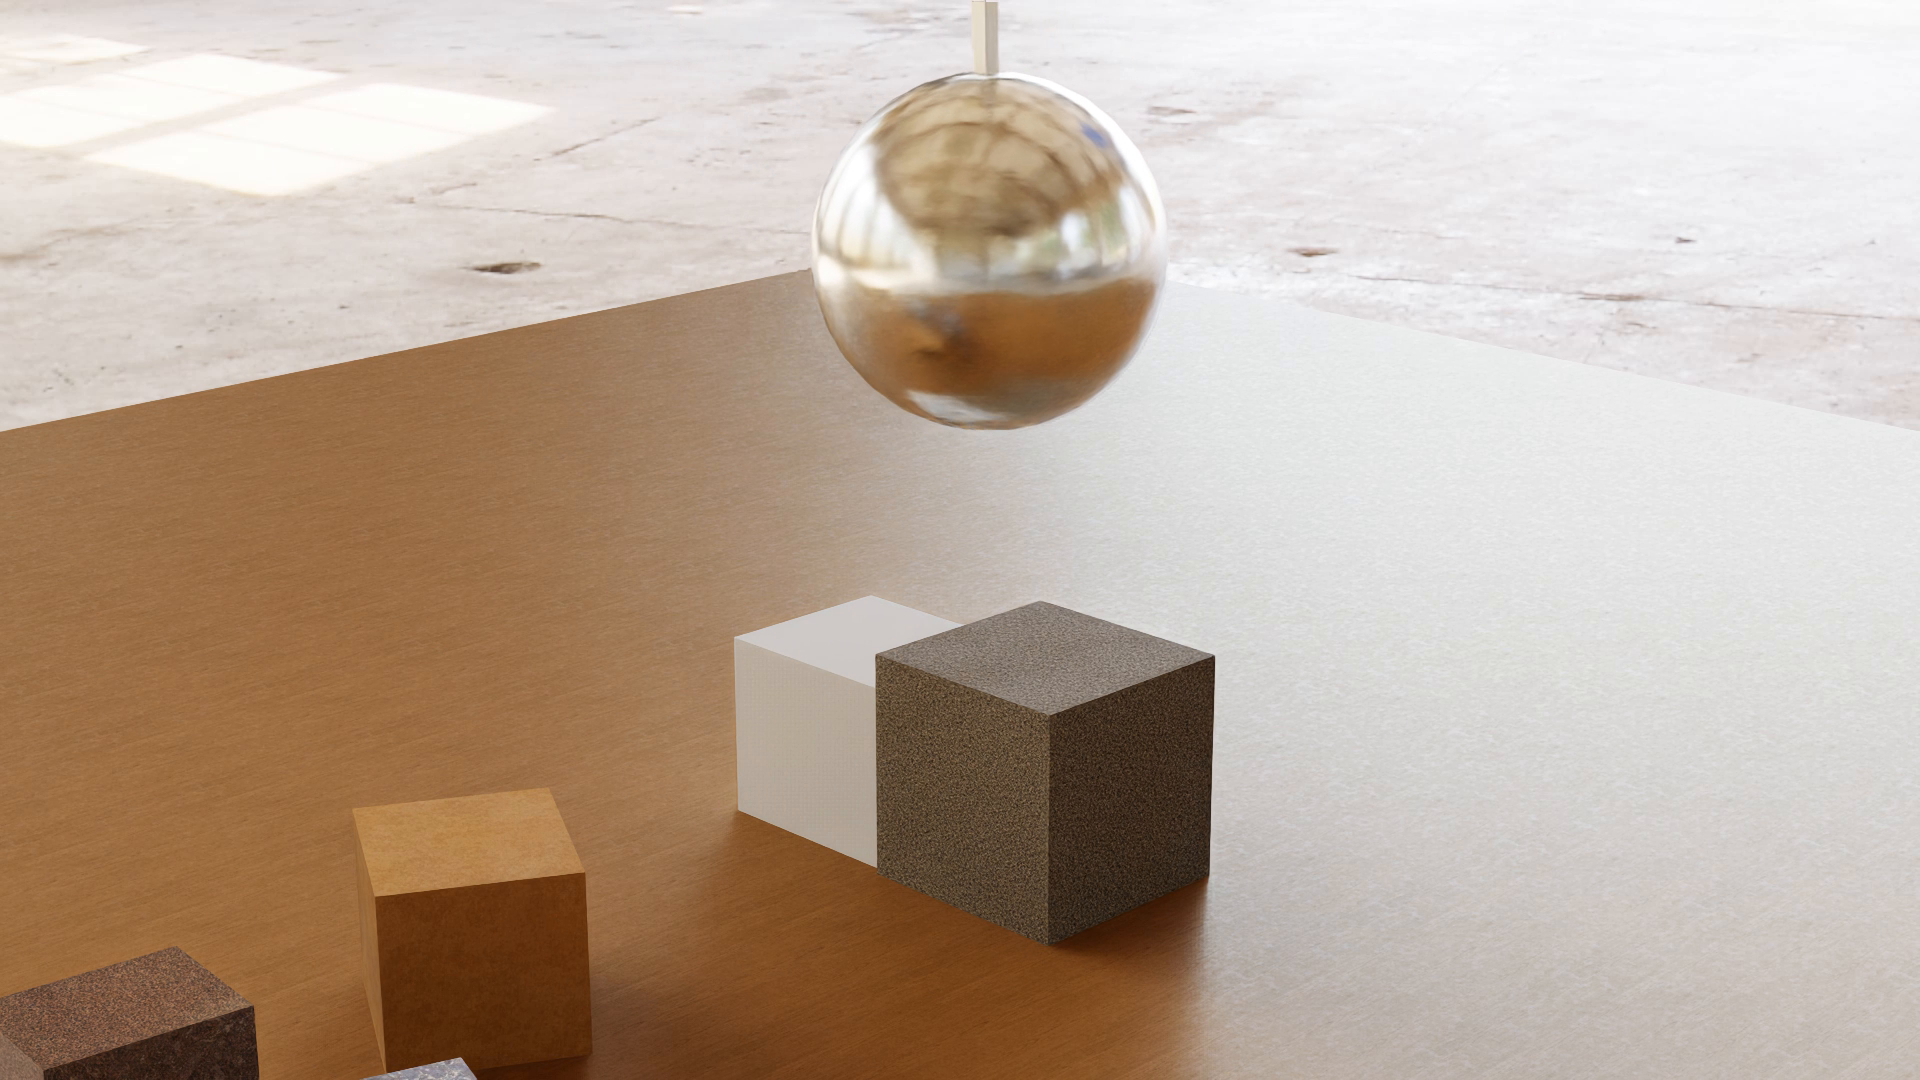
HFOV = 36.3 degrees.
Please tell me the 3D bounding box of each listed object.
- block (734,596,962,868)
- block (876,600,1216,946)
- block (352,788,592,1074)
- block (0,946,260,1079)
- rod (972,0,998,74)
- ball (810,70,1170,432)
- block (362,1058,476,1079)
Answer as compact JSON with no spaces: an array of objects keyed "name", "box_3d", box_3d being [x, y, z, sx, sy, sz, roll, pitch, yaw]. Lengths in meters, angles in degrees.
[{"name":"block","box_3d":[-0.399,0.897,14.015,0.895,0.885,1.012,-17,24,-42]},{"name":"block","box_3d":[0.382,1.025,13.297,1.074,1.071,1.083,-17,24,-42]},{"name":"block","box_3d":[-1.997,1.589,11.964,0.818,0.794,0.917,-5,18,-16]},{"name":"block","box_3d":[-3.064,2.024,10.712,0.791,0.714,0.642,-14,22,-37]},{"name":"rod","box_3d":[0.057,-4.504,11.986,0.080,5.200,0.080,17,26,42]},{"name":"ball","box_3d":[0.131,-1.284,13.076,1.600,1.600,1.600,0,17,0]},{"name":"block","box_3d":[-1.920,2.287,9.920,0.744,0.687,0.713,-9,19,-26]}]
